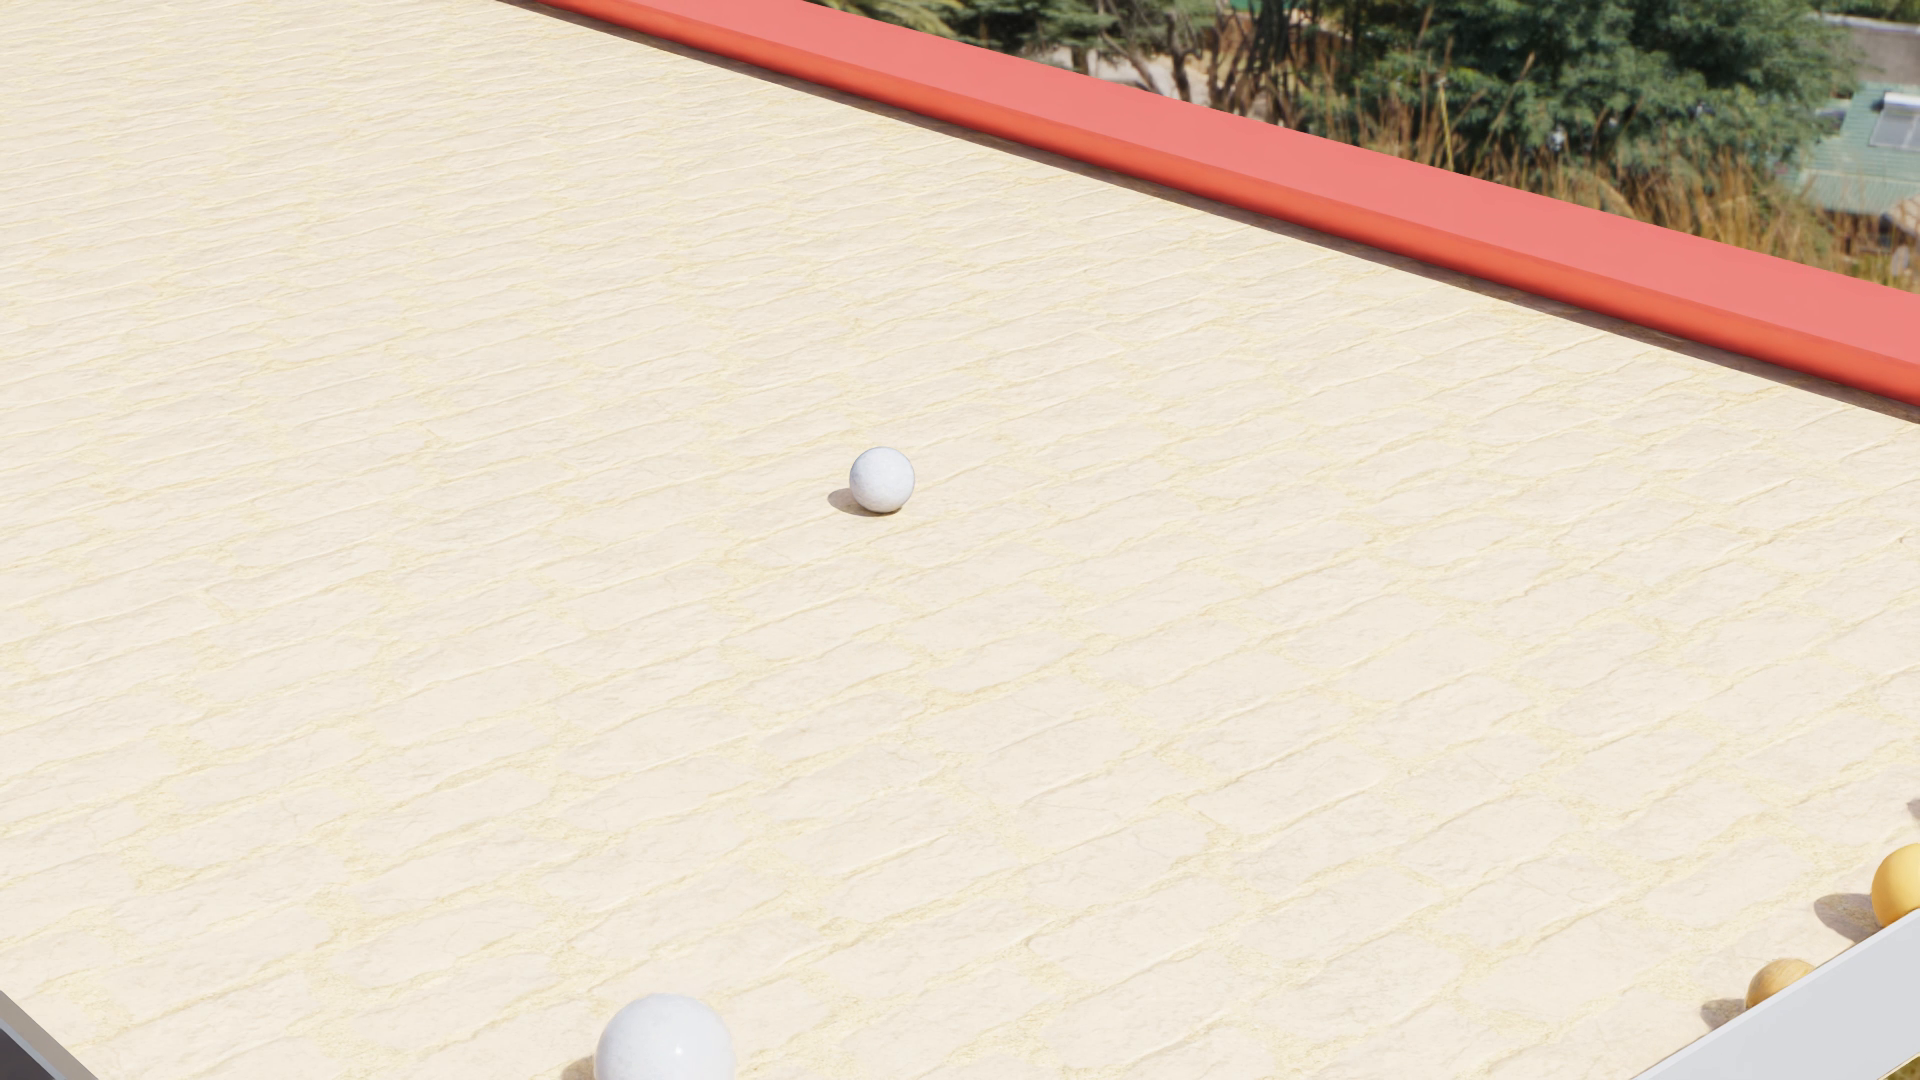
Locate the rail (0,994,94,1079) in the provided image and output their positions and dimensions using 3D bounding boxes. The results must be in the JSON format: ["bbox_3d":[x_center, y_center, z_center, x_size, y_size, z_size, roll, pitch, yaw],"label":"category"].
[{"bbox_3d":[-1.301,-0.049,2.464,0.045,0.106,3.662,-19,29,-37],"label":"rail"}]

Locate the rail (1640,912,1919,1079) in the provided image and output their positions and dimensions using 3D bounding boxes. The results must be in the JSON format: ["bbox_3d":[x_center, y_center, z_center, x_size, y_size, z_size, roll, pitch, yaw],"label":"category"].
[{"bbox_3d":[0.588,0.240,1.776,1.902,0.106,0.045,-19,29,-37],"label":"rail"}]

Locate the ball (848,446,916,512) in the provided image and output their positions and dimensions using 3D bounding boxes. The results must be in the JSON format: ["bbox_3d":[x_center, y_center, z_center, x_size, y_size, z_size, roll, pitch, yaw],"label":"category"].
[{"bbox_3d":[-0.067,-0.052,2.536,0.057,0.057,0.057,0,23,0],"label":"ball"}]

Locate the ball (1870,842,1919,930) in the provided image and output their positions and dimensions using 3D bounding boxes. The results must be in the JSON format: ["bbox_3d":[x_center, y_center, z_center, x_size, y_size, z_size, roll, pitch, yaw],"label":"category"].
[{"bbox_3d":[0.612,0.225,1.865,0.066,0.066,0.066,0,23,0],"label":"ball"}]

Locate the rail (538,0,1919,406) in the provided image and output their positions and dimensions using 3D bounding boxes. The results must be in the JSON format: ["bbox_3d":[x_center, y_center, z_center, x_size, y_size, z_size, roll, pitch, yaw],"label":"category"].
[{"bbox_3d":[0.093,-0.523,3.592,0.045,0.106,3.662,-19,29,-37],"label":"rail"}]

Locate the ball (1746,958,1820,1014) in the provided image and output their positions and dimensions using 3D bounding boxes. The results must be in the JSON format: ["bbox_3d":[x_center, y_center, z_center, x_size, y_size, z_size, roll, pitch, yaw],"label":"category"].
[{"bbox_3d":[0.497,0.277,1.759,0.053,0.053,0.053,0,23,0],"label":"ball"}]

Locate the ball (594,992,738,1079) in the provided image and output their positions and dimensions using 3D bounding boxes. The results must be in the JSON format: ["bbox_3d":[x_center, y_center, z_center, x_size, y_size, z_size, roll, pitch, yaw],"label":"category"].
[{"bbox_3d":[-0.167,0.298,1.672,0.082,0.082,0.082,0,23,0],"label":"ball"}]
